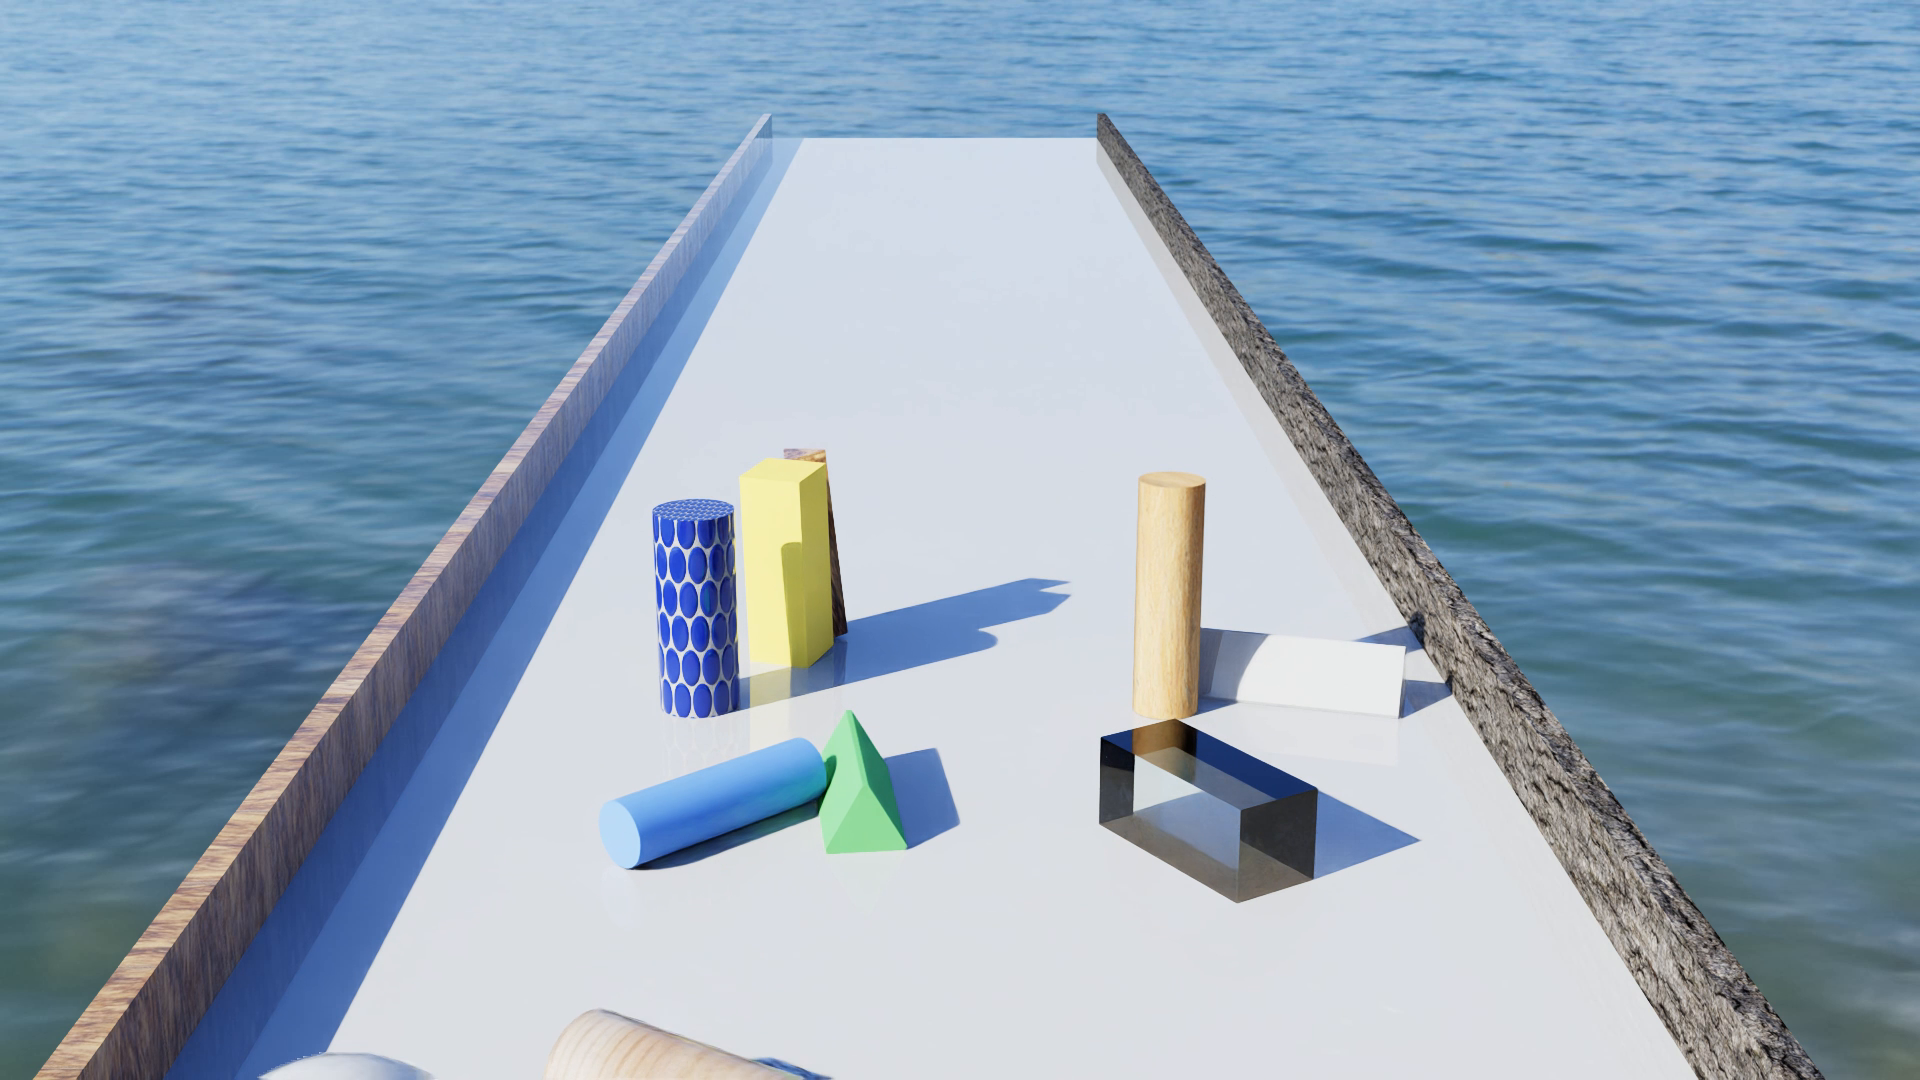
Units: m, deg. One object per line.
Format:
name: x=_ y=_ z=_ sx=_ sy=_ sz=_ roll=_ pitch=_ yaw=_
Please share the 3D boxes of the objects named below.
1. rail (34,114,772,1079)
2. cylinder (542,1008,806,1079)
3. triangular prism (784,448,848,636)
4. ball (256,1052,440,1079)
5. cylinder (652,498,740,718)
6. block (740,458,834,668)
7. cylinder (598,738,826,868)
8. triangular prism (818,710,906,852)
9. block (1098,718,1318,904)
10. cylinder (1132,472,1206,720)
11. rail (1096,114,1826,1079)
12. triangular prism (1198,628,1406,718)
rail: x=-1.118 y=-0.838 z=7.780 sx=0.050 sy=0.150 sz=12.000 roll=0 pitch=17 yaw=-1
cylinder: x=-0.292 y=0.692 z=2.620 sx=0.412 sy=0.161 sz=0.161 roll=10 pitch=19 yaw=31
triangular prism: x=-0.313 y=0.009 z=4.496 sx=0.094 sy=0.395 sz=0.082 roll=-18 pitch=22 yaw=-33
ball: x=-0.641 y=0.702 z=2.271 sx=0.338 sy=0.338 sz=0.338 roll=0 pitch=17 yaw=0
cylinder: x=-0.493 y=0.128 z=4.124 sx=0.152 sy=0.384 sz=0.152 roll=0 pitch=17 yaw=0
block: x=-0.343 y=0.045 z=4.379 sx=0.127 sy=0.389 sz=0.127 roll=6 pitch=21 yaw=20
cylinder: x=-0.400 y=0.426 z=3.597 sx=0.385 sy=0.111 sz=0.111 roll=-16 pitch=23 yaw=-42
triangular prism: x=-0.172 y=0.397 z=3.683 sx=0.130 sy=0.113 sz=0.341 roll=-2 pitch=17 yaw=-7
block: x=0.391 y=0.427 z=3.519 sx=0.155 sy=0.155 sz=0.355 roll=-10 pitch=20 yaw=-31
cylinder: x=0.388 y=0.103 z=4.095 sx=0.123 sy=0.445 sz=0.123 roll=0 pitch=16 yaw=0
rail: x=0.932 y=-0.844 z=7.801 sx=0.050 sy=0.150 sz=12.000 roll=0 pitch=17 yaw=-1
triangular prism: x=0.619 y=0.238 z=4.207 sx=0.454 sy=0.117 sz=0.136 roll=5 pitch=17 yaw=16
